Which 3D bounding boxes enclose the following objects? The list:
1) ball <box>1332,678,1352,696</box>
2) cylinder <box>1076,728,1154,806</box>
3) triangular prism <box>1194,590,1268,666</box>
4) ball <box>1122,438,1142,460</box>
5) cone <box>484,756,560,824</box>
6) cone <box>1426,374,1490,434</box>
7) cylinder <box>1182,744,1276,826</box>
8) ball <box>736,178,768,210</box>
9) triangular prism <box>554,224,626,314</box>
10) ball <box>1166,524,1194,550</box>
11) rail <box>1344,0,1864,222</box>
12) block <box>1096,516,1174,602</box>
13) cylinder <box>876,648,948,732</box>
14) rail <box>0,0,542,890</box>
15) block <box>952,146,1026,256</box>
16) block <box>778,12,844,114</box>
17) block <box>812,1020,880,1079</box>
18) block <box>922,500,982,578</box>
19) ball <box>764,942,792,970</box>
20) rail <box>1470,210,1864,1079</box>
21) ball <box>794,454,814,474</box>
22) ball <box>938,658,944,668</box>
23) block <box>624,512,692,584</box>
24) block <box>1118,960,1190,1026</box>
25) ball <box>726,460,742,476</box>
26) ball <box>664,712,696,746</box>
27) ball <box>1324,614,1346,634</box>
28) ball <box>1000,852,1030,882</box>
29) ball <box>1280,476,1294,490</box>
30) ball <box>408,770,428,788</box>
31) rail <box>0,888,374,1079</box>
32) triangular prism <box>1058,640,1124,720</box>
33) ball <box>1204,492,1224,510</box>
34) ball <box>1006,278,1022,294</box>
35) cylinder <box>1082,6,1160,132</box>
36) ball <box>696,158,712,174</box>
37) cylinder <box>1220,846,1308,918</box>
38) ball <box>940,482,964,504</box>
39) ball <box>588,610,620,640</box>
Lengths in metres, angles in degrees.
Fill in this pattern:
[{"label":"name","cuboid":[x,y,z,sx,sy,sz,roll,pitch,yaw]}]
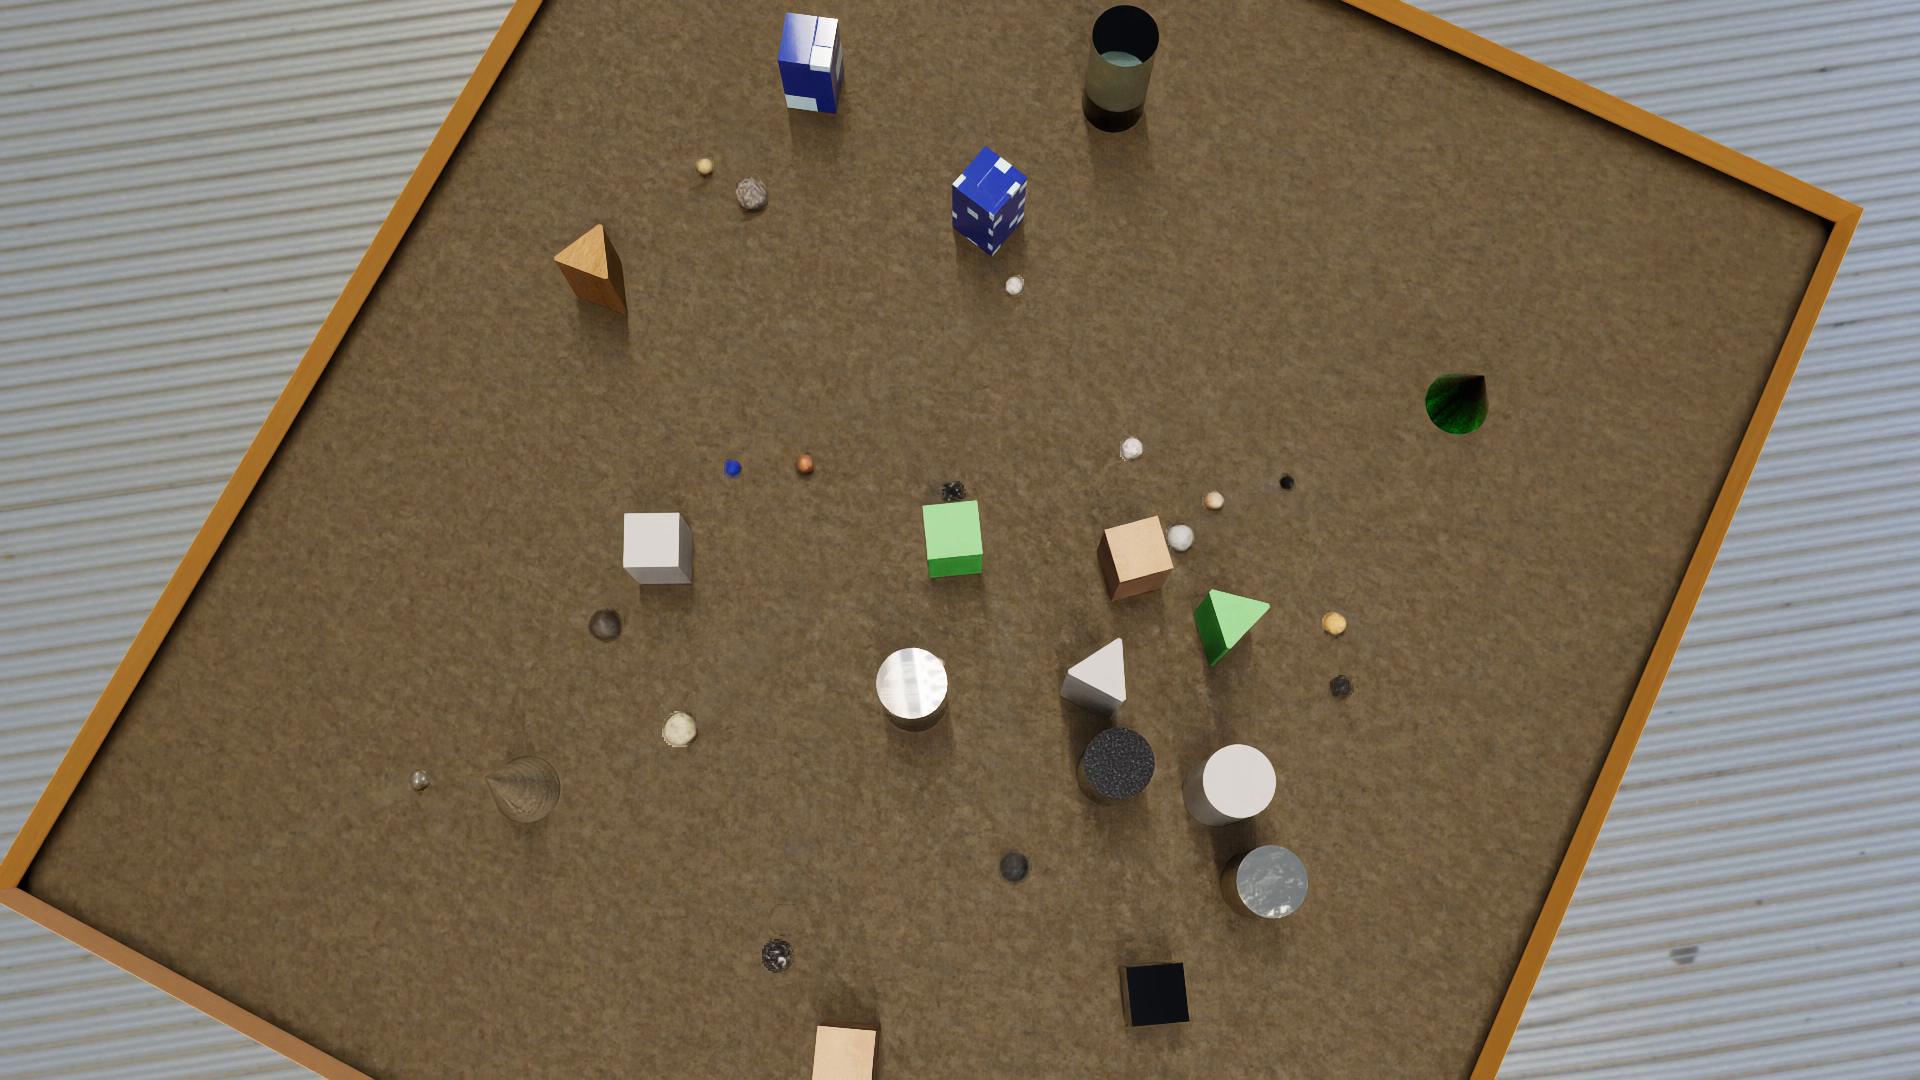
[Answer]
[{"label":"ball","cuboid":[1.145,0.441,5.496,0.057,0.057,0.057,0,78,0]},{"label":"cylinder","cuboid":[0.446,0.659,5.304,0.199,0.345,0.199,0,78,0]},{"label":"triangular prism","cuboid":[0.766,0.232,5.381,0.150,0.368,0.173,44,82,8]},{"label":"ball","cuboid":[0.530,-0.282,5.641,0.066,0.066,0.066,0,78,0]},{"label":"cone","cuboid":[-1.291,0.693,5.219,0.199,0.497,0.199,0,78,0]},{"label":"cone","cuboid":[1.548,-0.455,5.556,0.199,0.302,0.199,0,78,0]},{"label":"cylinder","cuboid":[0.763,0.705,5.231,0.199,0.469,0.199,0,78,0]},{"label":"ball","cuboid":[-0.659,-1.094,5.792,0.100,0.100,0.100,0,78,0]},{"label":"triangular prism","cuboid":[-1.102,-0.844,5.627,0.173,0.321,0.150,21,79,4]},{"label":"ball","cuboid":[0.670,-0.008,5.577,0.082,0.082,0.082,0,78,0]},{"label":"rail","cuboid":[0.971,-1.894,5.942,4.096,0.130,0.045,26,80,5]},{"label":"block","cuboid":[0.516,0.058,5.439,0.160,0.325,0.160,-15,79,-3]},{"label":"cylinder","cuboid":[-0.136,0.440,5.334,0.199,0.376,0.199,0,78,0]},{"label":"rail","cuboid":[-1.810,-0.880,5.732,0.045,0.130,4.388,26,80,5]},{"label":"block","cuboid":[0.089,-1.041,5.657,0.160,0.343,0.160,38,81,7]},{"label":"block","cuboid":[-0.465,-1.494,5.757,0.160,0.330,0.160,8,78,2]},{"label":"block","cuboid":[-0.316,1.445,5.150,0.160,0.328,0.160,5,78,1]},{"label":"block","cuboid":[-0.022,0.001,5.465,0.160,0.297,0.160,-6,78,-1]},{"label":"ball","cuboid":[-0.529,1.209,5.325,0.081,0.081,0.081,0,78,0]},{"label":"rail","cuboid":[1.810,0.893,5.364,0.045,0.130,4.388,26,80,5]},{"label":"ball","cuboid":[-0.478,-0.235,5.635,0.060,0.060,0.060,0,78,0]},{"label":"ball","cuboid":[-0.066,0.376,5.518,0.041,0.041,0.041,0,78,0]},{"label":"block","cuboid":[-0.899,0.027,5.473,0.160,0.270,0.160,-1,78,0]},{"label":"block","cuboid":[0.550,1.290,5.222,0.160,0.251,0.160,-5,78,-1]},{"label":"ball","cuboid":[-0.698,-0.221,5.637,0.050,0.050,0.050,0,78,0]},{"label":"ball","cuboid":[-0.831,0.562,5.452,0.096,0.096,0.096,0,78,0]},{"label":"ball","cuboid":[1.132,0.253,5.532,0.064,0.064,0.064,0,78,0]},{"label":"ball","cuboid":[0.159,0.959,5.373,0.088,0.088,0.088,0,78,0]},{"label":"ball","cuboid":[1.005,-0.177,5.631,0.043,0.043,0.043,0,78,0]},{"label":"ball","cuboid":[-1.609,0.711,5.441,0.055,0.055,0.055,0,78,0]},{"label":"rail","cuboid":[-0.971,1.908,5.154,4.096,0.130,0.045,26,80,5]},{"label":"triangular prism","cuboid":[0.408,0.386,5.286,0.173,0.490,0.150,27,80,5]},{"label":"ball","cuboid":[0.779,-0.121,5.612,0.057,0.057,0.057,0,78,0]},{"label":"ball","cuboid":[0.169,-0.798,5.754,0.055,0.055,0.055,0,78,0]},{"label":"cylinder","cuboid":[0.493,-1.453,5.680,0.199,0.465,0.199,0,78,0]},{"label":"ball","cuboid":[-0.813,-1.189,5.837,0.051,0.051,0.051,0,78,0]},{"label":"cylinder","cuboid":[0.866,0.981,5.244,0.199,0.331,0.199,0,78,0]},{"label":"ball","cuboid":[-0.024,-0.142,5.611,0.070,0.070,0.070,0,78,0]},{"label":"ball","cuboid":[-1.070,0.256,5.516,0.094,0.094,0.094,0,78,0]}]
